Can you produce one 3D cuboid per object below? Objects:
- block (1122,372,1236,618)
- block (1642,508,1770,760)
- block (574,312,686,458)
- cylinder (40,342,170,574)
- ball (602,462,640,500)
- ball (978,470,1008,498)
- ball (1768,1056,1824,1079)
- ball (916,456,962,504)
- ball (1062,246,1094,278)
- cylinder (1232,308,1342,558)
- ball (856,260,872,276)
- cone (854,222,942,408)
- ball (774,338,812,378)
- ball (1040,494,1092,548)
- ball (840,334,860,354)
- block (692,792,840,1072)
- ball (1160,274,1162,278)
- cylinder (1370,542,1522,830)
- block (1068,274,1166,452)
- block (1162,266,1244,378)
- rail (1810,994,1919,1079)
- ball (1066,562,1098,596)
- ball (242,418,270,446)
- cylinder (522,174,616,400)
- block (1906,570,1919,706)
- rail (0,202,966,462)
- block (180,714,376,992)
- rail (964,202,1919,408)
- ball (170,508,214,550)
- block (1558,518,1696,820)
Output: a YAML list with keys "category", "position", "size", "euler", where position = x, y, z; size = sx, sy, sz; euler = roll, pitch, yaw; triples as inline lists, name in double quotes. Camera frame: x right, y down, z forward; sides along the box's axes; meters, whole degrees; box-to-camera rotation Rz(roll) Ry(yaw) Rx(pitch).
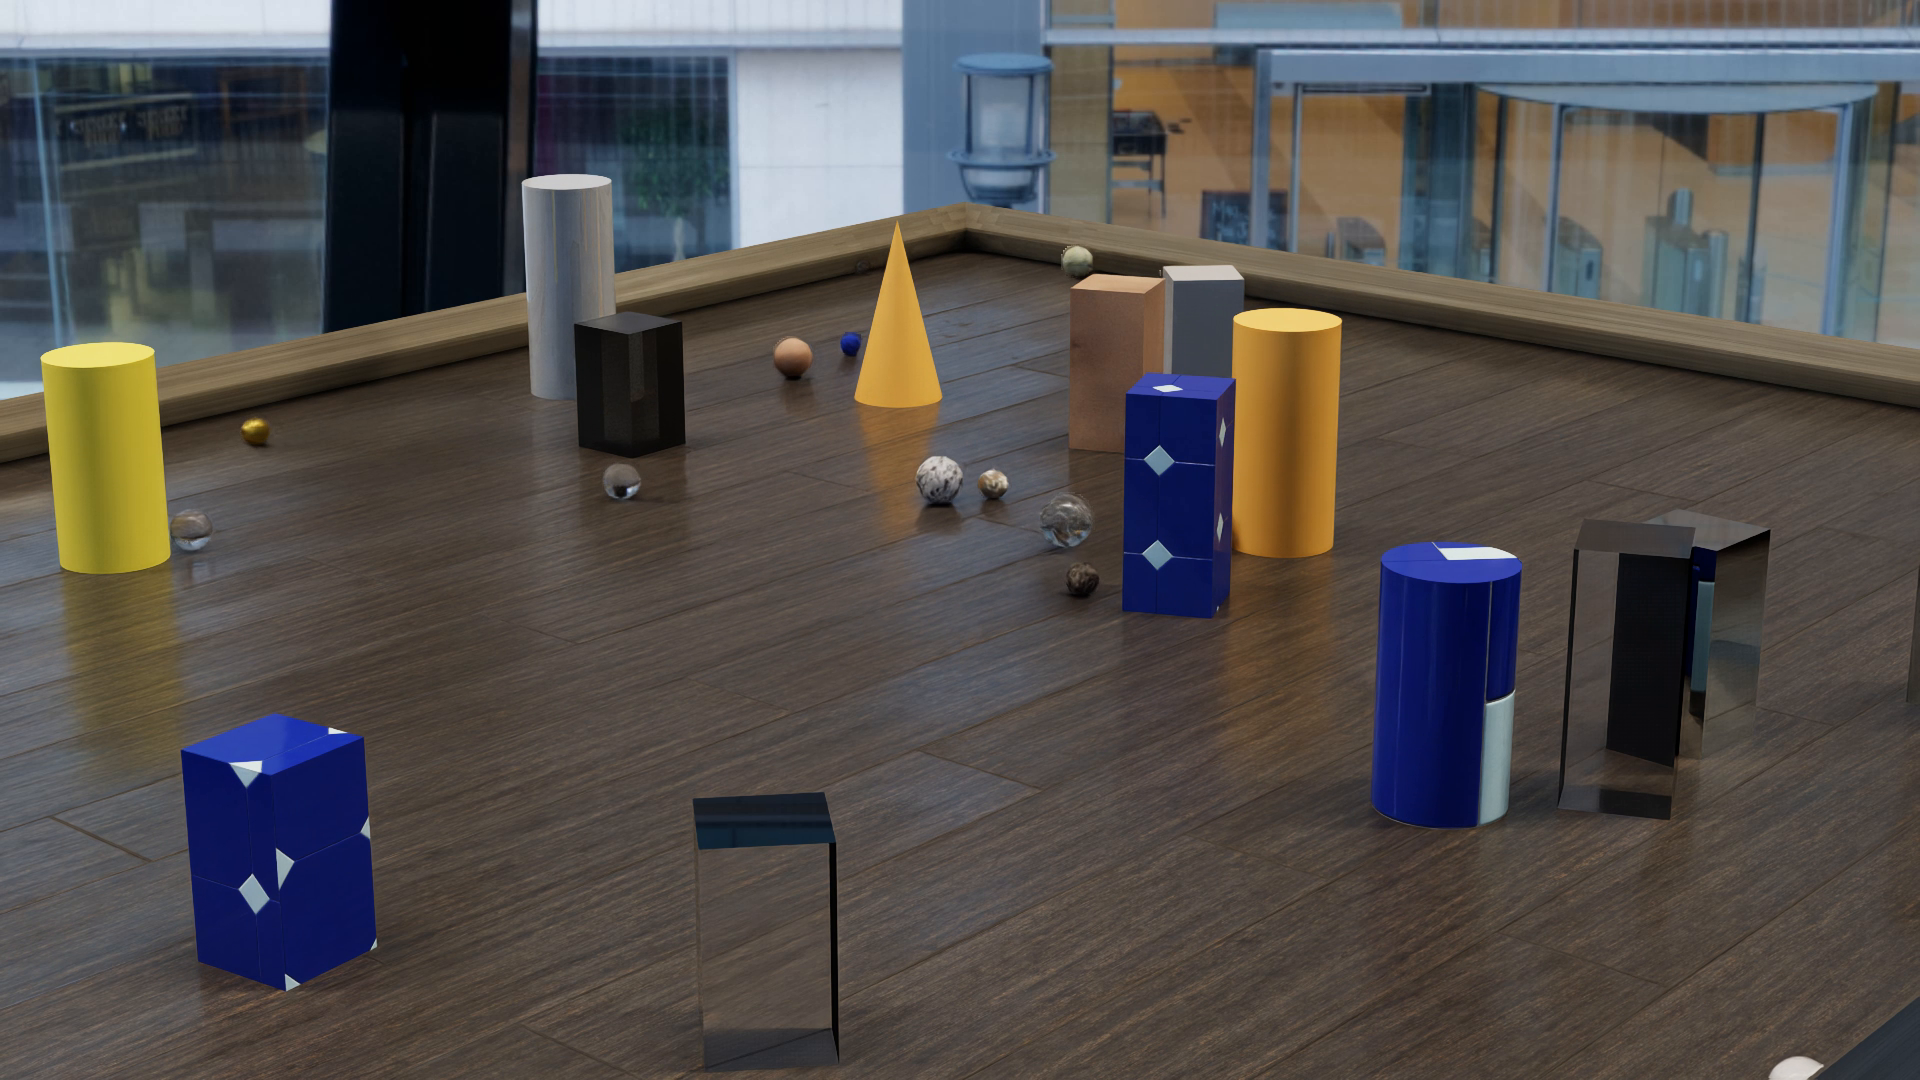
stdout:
- category: "block"
  position: [0.376, -0.078, 5.041]
  size: [0.156, 0.385, 0.156]
  euler: [5, 17, 16]
- category: "block"
  position: [1.100, 0.140, 4.422]
  size: [0.156, 0.325, 0.156]
  euler: [15, 23, 41]
- category: "block"
  position: [-0.682, -0.323, 6.068]
  size: [0.156, 0.260, 0.156]
  euler: [13, 21, 37]
- category: "cylinder"
  position: [-1.538, -0.149, 5.286]
  size: [0.195, 0.379, 0.195]
  euler: [0, 17, 0]
- category: "ball"
  position: [-0.658, -0.114, 5.702]
  size: [0.073, 0.073, 0.073]
  euler: [0, 17, 0]
- category: "ball"
  position: [0.065, -0.109, 5.713]
  size: [0.057, 0.057, 0.057]
  euler: [0, 17, 0]
- category: "ball"
  position: [0.942, 0.615, 3.285]
  size: [0.072, 0.072, 0.072]
  euler: [0, 17, 0]
- category: "ball"
  position: [-0.040, -0.117, 5.678]
  size: [0.092, 0.092, 0.092]
  euler: [0, 17, 0]
- category: "ball"
  position: [0.312, -0.733, 7.739]
  size: [0.082, 0.082, 0.082]
  euler: [0, 17, 0]
- category: "cylinder"
  position: [0.594, -0.197, 5.373]
  size: [0.195, 0.422, 0.195]
  euler: [0, 17, 0]
- category: "ball"
  position: [-0.256, -0.723, 7.775]
  size: [0.042, 0.042, 0.042]
  euler: [0, 17, 0]
- category: "cone"
  position: [-0.137, -0.507, 6.446]
  size: [0.195, 0.396, 0.195]
  euler: [0, 17, 0]
- category: "ball"
  position: [-0.380, -0.415, 6.671]
  size: [0.089, 0.089, 0.089]
  euler: [0, 17, 0]
- category: "ball"
  position: [0.195, -0.035, 5.395]
  size: [0.098, 0.098, 0.098]
  euler: [0, 17, 0]
- category: "ball"
  position: [-0.257, -0.459, 6.887]
  size: [0.048, 0.048, 0.048]
  euler: [0, 17, 0]
- category: "block"
  position: [-0.229, 0.459, 3.444]
  size: [0.156, 0.279, 0.156]
  euler: [-2, 17, -7]
- category: "ball"
  position: [0.547, -0.682, 7.617]
  size: [0.053, 0.053, 0.053]
  euler: [0, 17, 0]
- category: "cylinder"
  position: [0.686, 0.204, 4.145]
  size: [0.195, 0.362, 0.195]
  euler: [0, 17, 0]
- category: "block"
  position: [0.326, -0.366, 6.078]
  size: [0.156, 0.338, 0.156]
  euler: [6, 18, 19]
- category: "block"
  position: [0.537, -0.461, 6.510]
  size: [0.156, 0.270, 0.156]
  euler: [-1, 17, -4]
- category: "rail"
  position: [1.527, 0.415, 3.851]
  size: [0.045, 0.127, 4.753]
  euler: [14, 22, 39]
- category: "ball"
  position: [0.213, 0.067, 5.125]
  size: [0.059, 0.059, 0.059]
  euler: [0, 17, 0]
- category: "ball"
  position: [-1.465, -0.226, 6.097]
  size: [0.059, 0.059, 0.059]
  euler: [0, 17, 0]
- category: "cylinder"
  position: [-0.862, -0.561, 6.494]
  size: [0.195, 0.470, 0.195]
  euler: [0, 17, 0]
- category: "block"
  position: [1.595, 0.084, 4.537]
  size: [0.156, 0.365, 0.156]
  euler: [-12, 20, -34]
- category: "rail"
  position: [-1.527, -0.351, 6.389]
  size: [0.045, 0.127, 4.753]
  euler: [14, 22, 39]
- category: "block"
  position: [-0.851, 0.388, 3.670]
  size: [0.156, 0.285, 0.156]
  euler: [11, 20, 32]
- category: "rail"
  position: [1.543, -0.481, 6.821]
  size: [4.092, 0.127, 0.045]
  euler: [14, 22, 39]
- category: "ball"
  position: [-1.409, -0.018, 5.377]
  size: [0.077, 0.077, 0.077]
  euler: [0, 17, 0]
- category: "block"
  position: [0.949, 0.182, 4.175]
  size: [0.156, 0.386, 0.156]
  euler: [5, 17, 16]
